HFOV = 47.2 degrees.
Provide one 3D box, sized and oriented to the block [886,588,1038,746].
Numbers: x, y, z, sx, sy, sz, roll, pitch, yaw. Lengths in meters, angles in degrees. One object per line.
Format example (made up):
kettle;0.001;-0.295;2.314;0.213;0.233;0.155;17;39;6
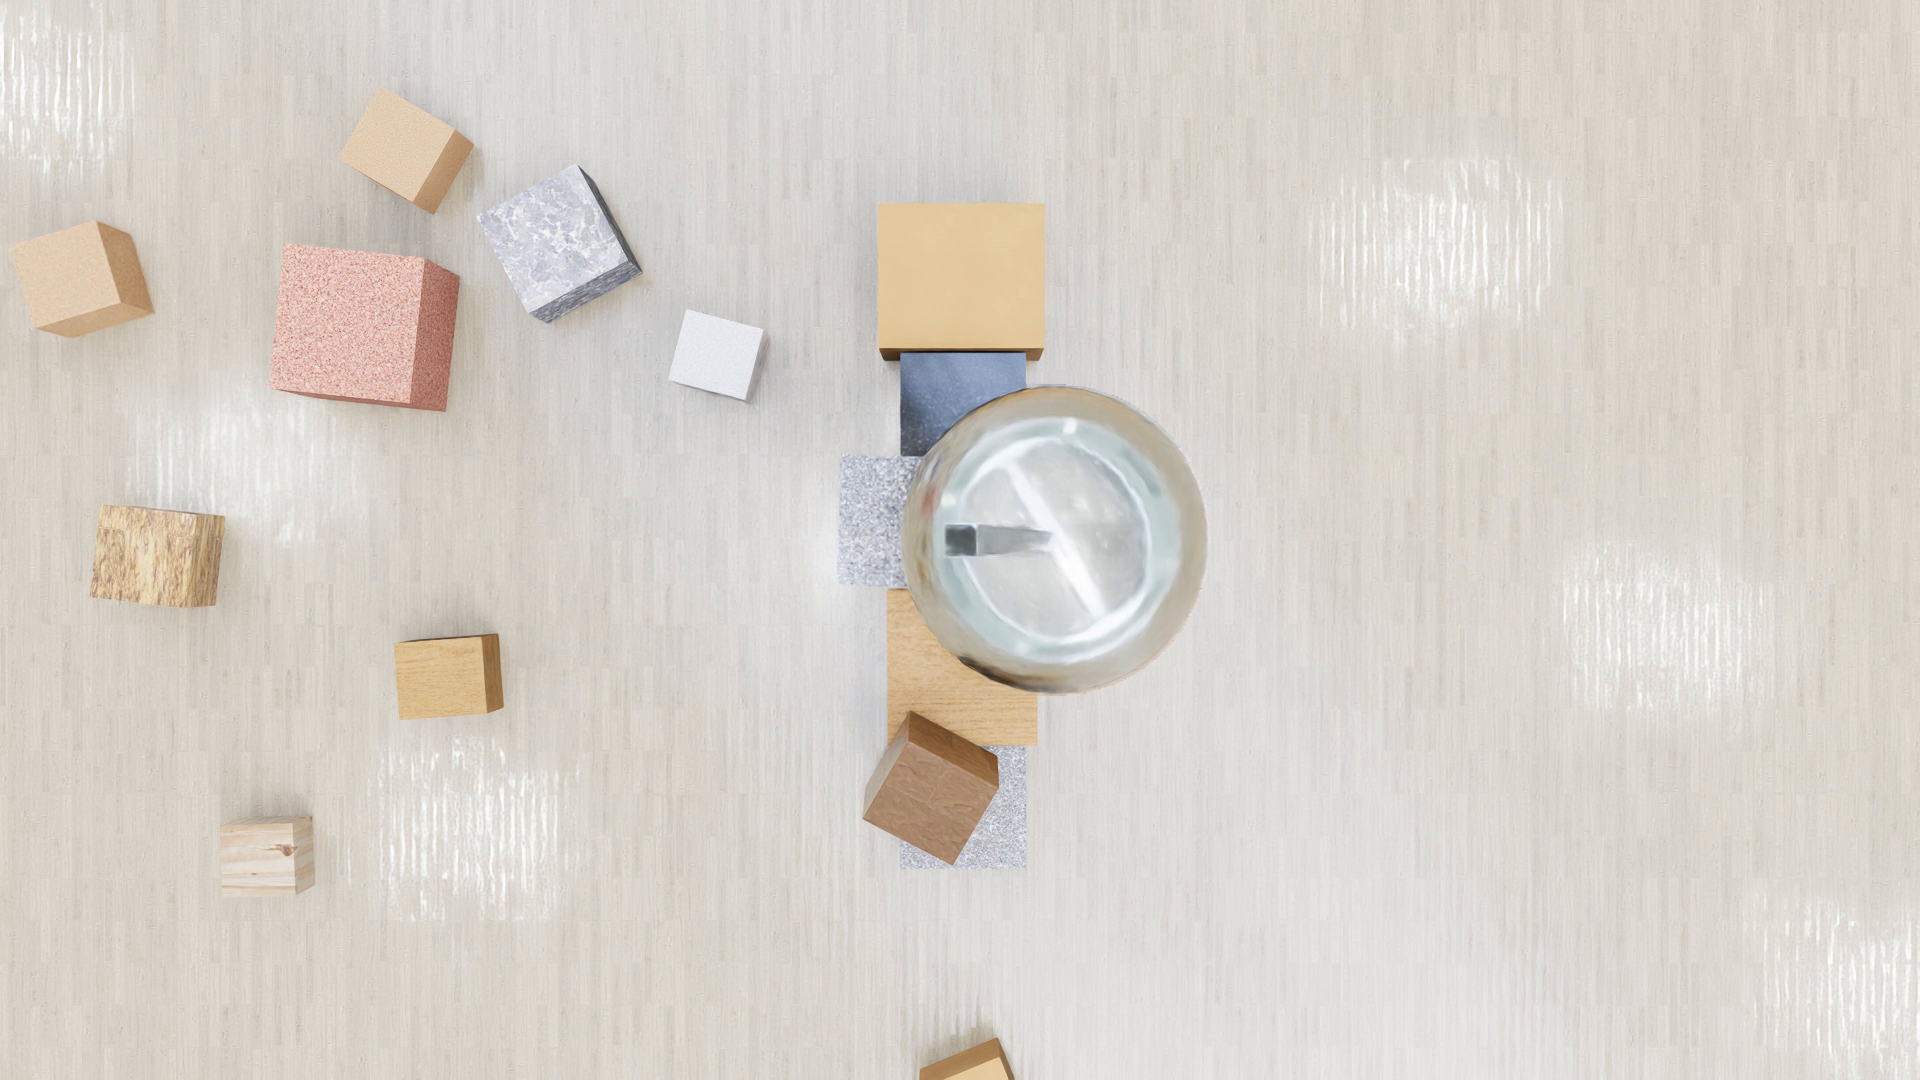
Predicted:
block;0.012;0.713;12.632;0.837;0.736;0.868;0;90;0

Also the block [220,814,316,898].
block;-4.029;1.840;12.806;0.419;0.387;0.416;-2;90;0

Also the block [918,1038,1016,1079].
block;0.102;3.298;12.750;0.499;0.501;0.575;-22;90;0

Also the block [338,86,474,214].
block;-3.204;-2.252;12.749;0.493;0.502;0.482;30;90;0

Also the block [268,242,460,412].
block;-3.386;-1.198;12.569;0.782;0.863;0.807;6;90;0

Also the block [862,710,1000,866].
block;-0.159;1.356;12.067;0.558;0.487;0.516;28;103;-7

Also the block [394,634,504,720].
block;-2.961;0.790;12.766;0.500;0.467;0.440;-4;90;0

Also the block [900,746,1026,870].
block;0.017;1.506;12.698;0.713;0.604;0.700;0;90;0

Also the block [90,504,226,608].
block;-4.647;0.092;12.754;0.552;0.492;0.533;6;90;0

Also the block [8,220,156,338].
block;-5.067;-1.500;12.712;0.509;0.566;0.487;-17;90;-1

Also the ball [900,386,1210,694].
ball;0.487;0.000;11.393;1.600;1.600;1.600;0;90;0

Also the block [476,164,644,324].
block;-2.300;-1.701;12.701;0.639;0.599;0.620;-28;90;0

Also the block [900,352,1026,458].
block;0.018;-0.759;12.645;0.701;0.709;0.580;0;90;0

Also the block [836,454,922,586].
block;-0.291;-0.102;12.642;0.772;0.716;0.726;2;90;0

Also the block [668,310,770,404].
block;-1.394;-1.059;12.775;0.454;0.451;0.414;15;90;0

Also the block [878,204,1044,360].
block;0.008;-1.457;12.560;0.917;0.879;0.797;0;90;0

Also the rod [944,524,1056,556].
rod;0.211;0.000;8.004;0.080;5.200;0.080;0;90;5
